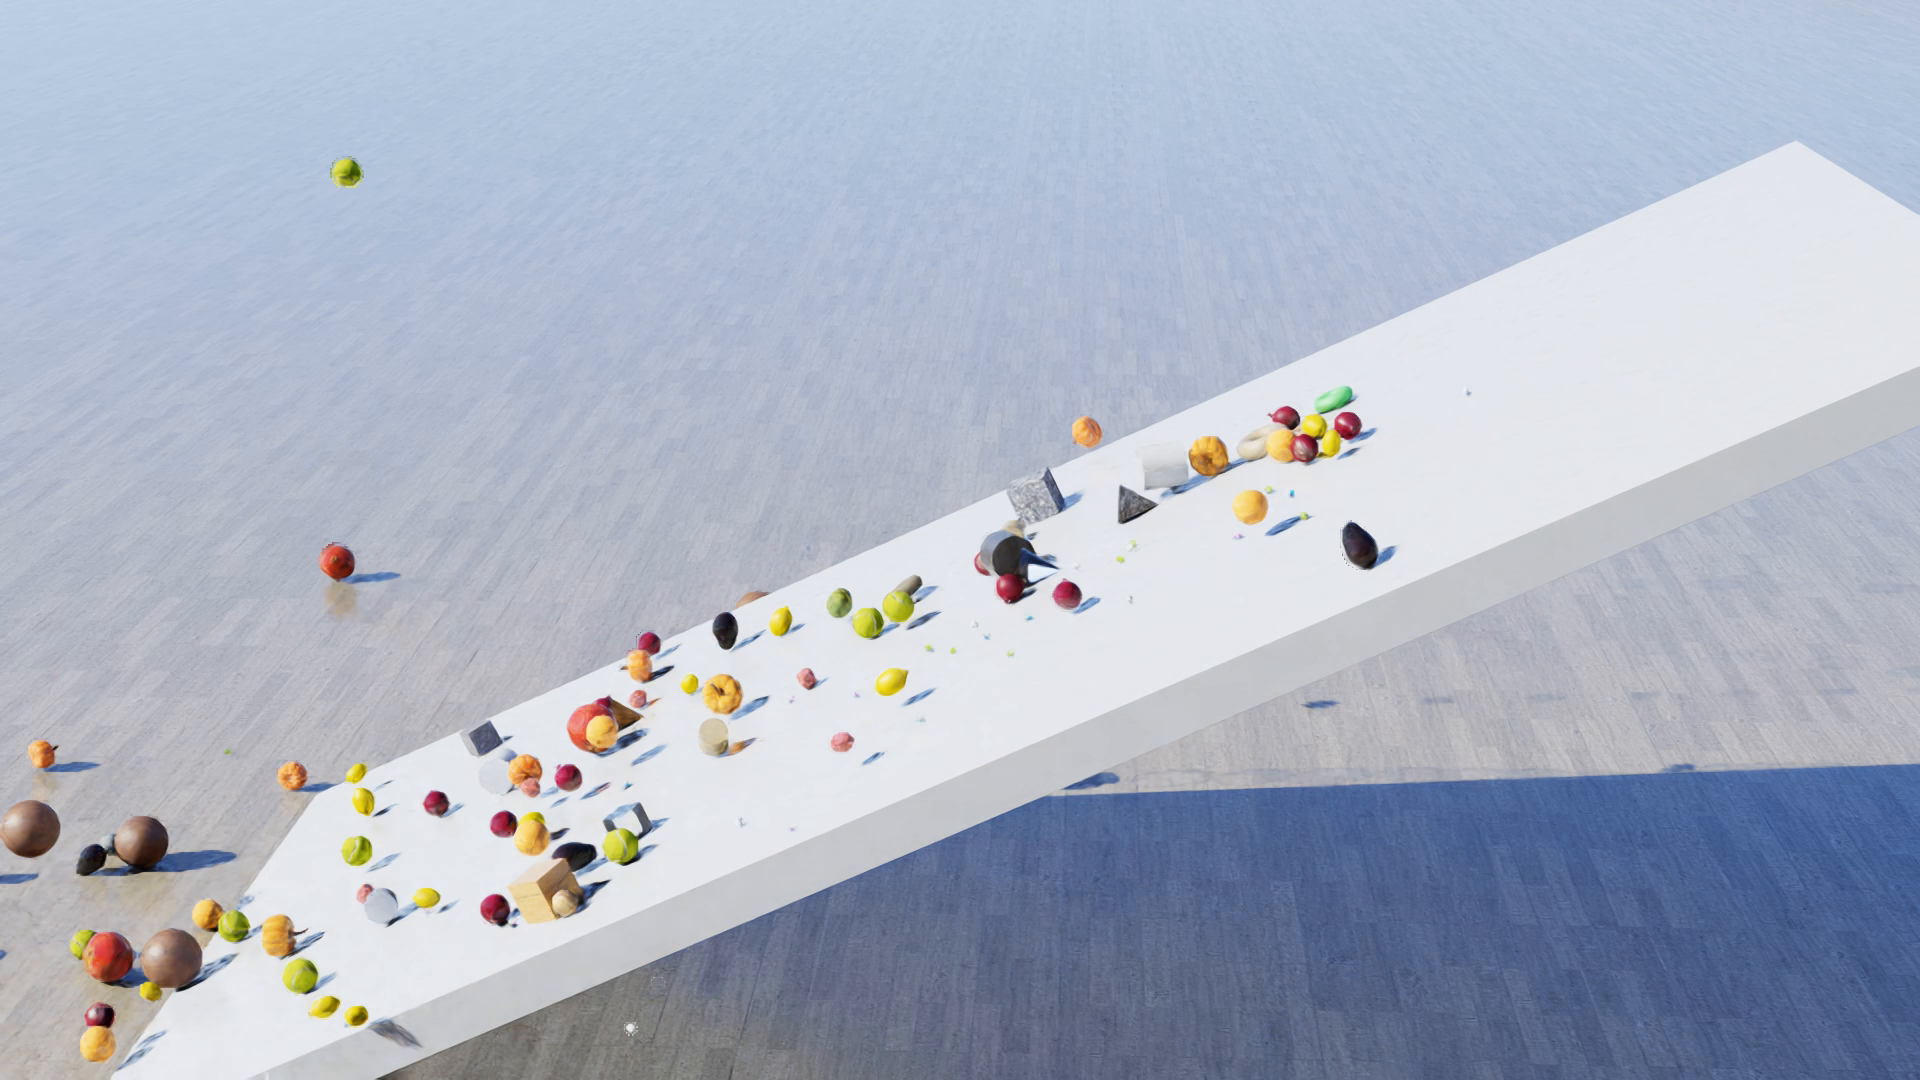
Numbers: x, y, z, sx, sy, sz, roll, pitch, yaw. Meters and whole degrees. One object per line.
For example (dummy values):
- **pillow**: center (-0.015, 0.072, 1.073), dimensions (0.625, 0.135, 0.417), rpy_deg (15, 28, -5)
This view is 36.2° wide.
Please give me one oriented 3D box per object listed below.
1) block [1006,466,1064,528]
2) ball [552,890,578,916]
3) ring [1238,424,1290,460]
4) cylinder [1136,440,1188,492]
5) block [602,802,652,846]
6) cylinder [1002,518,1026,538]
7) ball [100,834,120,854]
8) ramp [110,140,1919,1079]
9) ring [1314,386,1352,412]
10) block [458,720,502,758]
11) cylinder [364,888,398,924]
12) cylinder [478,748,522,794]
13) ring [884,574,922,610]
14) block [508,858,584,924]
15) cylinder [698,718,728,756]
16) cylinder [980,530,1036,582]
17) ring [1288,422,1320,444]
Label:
- **block**: center (0.175, -0.100, 6.822), dimensions (0.094, 0.094, 0.094), rpy_deg (-22, 14, 16)
- **ball**: center (-0.750, 0.689, 5.592), dimensions (0.051, 0.051, 0.051), rpy_deg (0, 16, 0)
- **ring**: center (0.668, -0.216, 6.464), dimensions (0.126, 0.042, 0.126), rpy_deg (-26, 14, 7)
- **cylinder**: center (0.443, -0.163, 6.465), dimensions (0.098, 0.098, 0.098), rpy_deg (-9, 16, -5)
- **block**: center (-0.664, 0.569, 5.877), dimensions (0.061, 0.061, 0.061), rpy_deg (-13, 18, 43)
- **cylinder**: center (0.119, -0.014, 6.681), dimensions (0.052, 0.052, 0.052), rpy_deg (3, 23, 10)
- **ball**: center (-2.135, 0.763, 7.387), dimensions (0.051, 0.051, 0.051), rpy_deg (0, 16, 0)
- **ramp**: center (0.135, 0.169, 6.282), dimensions (4.000, 0.100, 2.000), rpy_deg (-24, 13, 9)
- **ring**: center (0.832, -0.314, 6.555), dimensions (0.094, 0.031, 0.094), rpy_deg (-26, 9, 5)
- **block**: center (-1.164, 0.481, 7.146), dimensions (0.066, 0.066, 0.066), rpy_deg (-32, 14, -26)
- **cylinder**: center (-1.203, 0.760, 6.115), dimensions (0.066, 0.066, 0.066), rpy_deg (-3, 1, -9)
- **cylinder**: center (-1.047, 0.525, 6.700), dimensions (0.085, 0.085, 0.085), rpy_deg (1, 13, 3)
- **ring**: center (-0.130, 0.118, 6.645), dimensions (0.106, 0.035, 0.106), rpy_deg (-40, 2, 1)
- **block**: center (-0.795, 0.675, 5.651), dimensions (0.087, 0.087, 0.087), rpy_deg (-14, 17, 41)
- **cylinder**: center (-0.514, 0.413, 6.139), dimensions (0.060, 0.060, 0.060), rpy_deg (2, 60, -3)
- **cylinder**: center (0.104, 0.035, 6.413), dimensions (0.099, 0.099, 0.099), rpy_deg (-4, 9, -15)
- **ring**: center (0.750, -0.234, 6.413), dimensions (0.077, 0.026, 0.077), rpy_deg (-25, 12, 6)
